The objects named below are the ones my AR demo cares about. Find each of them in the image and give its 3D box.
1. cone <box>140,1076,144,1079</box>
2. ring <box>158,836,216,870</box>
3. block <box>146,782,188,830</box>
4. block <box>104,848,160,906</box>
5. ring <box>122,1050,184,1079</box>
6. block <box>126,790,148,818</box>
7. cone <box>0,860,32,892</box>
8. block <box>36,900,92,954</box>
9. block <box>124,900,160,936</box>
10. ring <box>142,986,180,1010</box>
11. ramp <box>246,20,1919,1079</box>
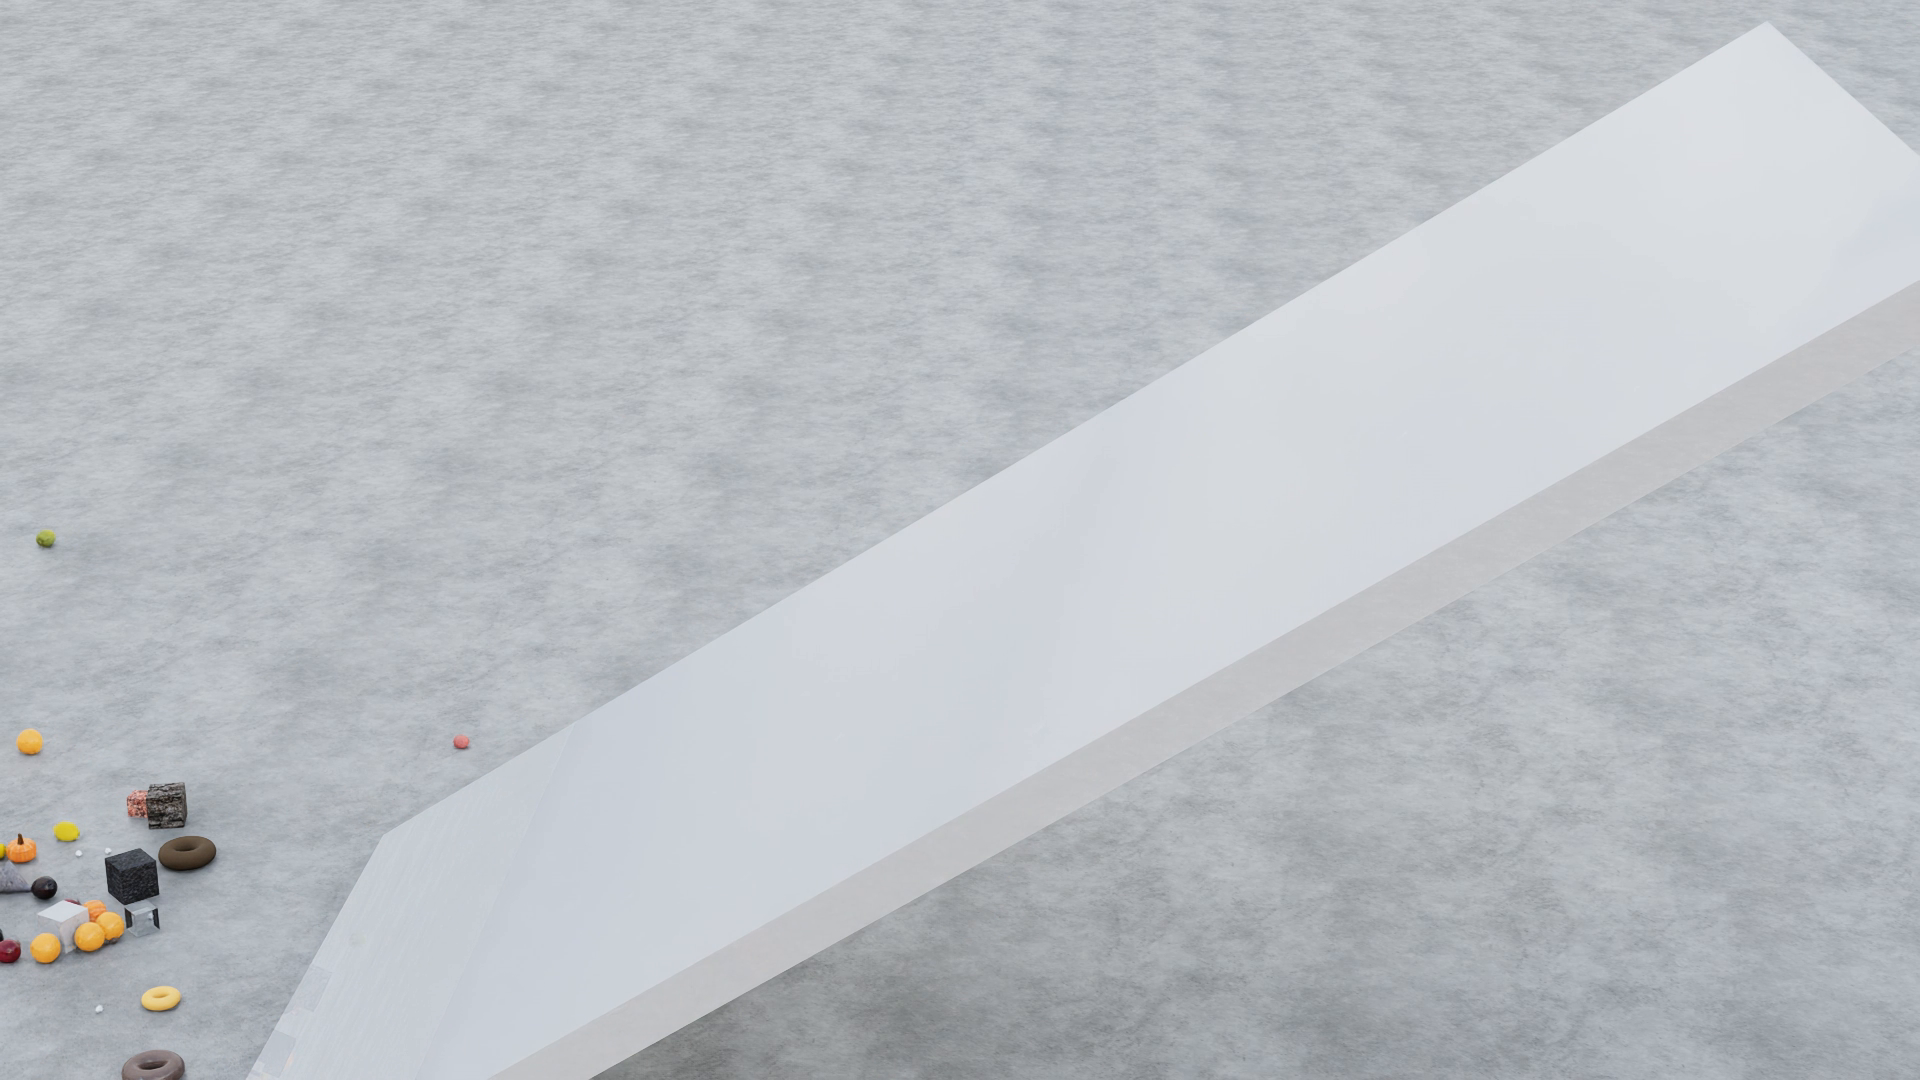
[{"bbox_3d":[-1.818,1.229,6.543,0.083,0.083,0.083,0,20,0],"label":"cone"},{"bbox_3d":[-2.027,0.821,7.717,0.148,0.049,0.148,-1,19,0],"label":"ring"},{"bbox_3d":[-2.141,0.718,7.939,0.092,0.092,0.092,-3,20,-7],"label":"block"},{"bbox_3d":[-2.121,0.862,7.535,0.097,0.097,0.097,-16,25,-36],"label":"block"},{"bbox_3d":[-1.830,1.202,6.671,0.141,0.047,0.141,-1,19,0],"label":"ring"},{"bbox_3d":[-2.227,0.717,7.996,0.054,0.054,0.054,3,20,8],"label":"block"},{"bbox_3d":[-2.422,0.883,7.557,0.092,0.092,0.092,29,20,-5],"label":"cone"},{"bbox_3d":[-2.219,0.958,7.285,0.086,0.086,0.086,11,23,28],"label":"block"},{"bbox_3d":[-2.046,0.946,7.355,0.060,0.060,0.060,-17,26,-39],"label":"block"},{"bbox_3d":[-1.901,1.091,7.000,0.092,0.031,0.092,0,19,0],"label":"ring"},{"bbox_3d":[0.140,0.170,6.293,4.000,0.100,2.000,-30,15,13],"label":"ramp"}]
